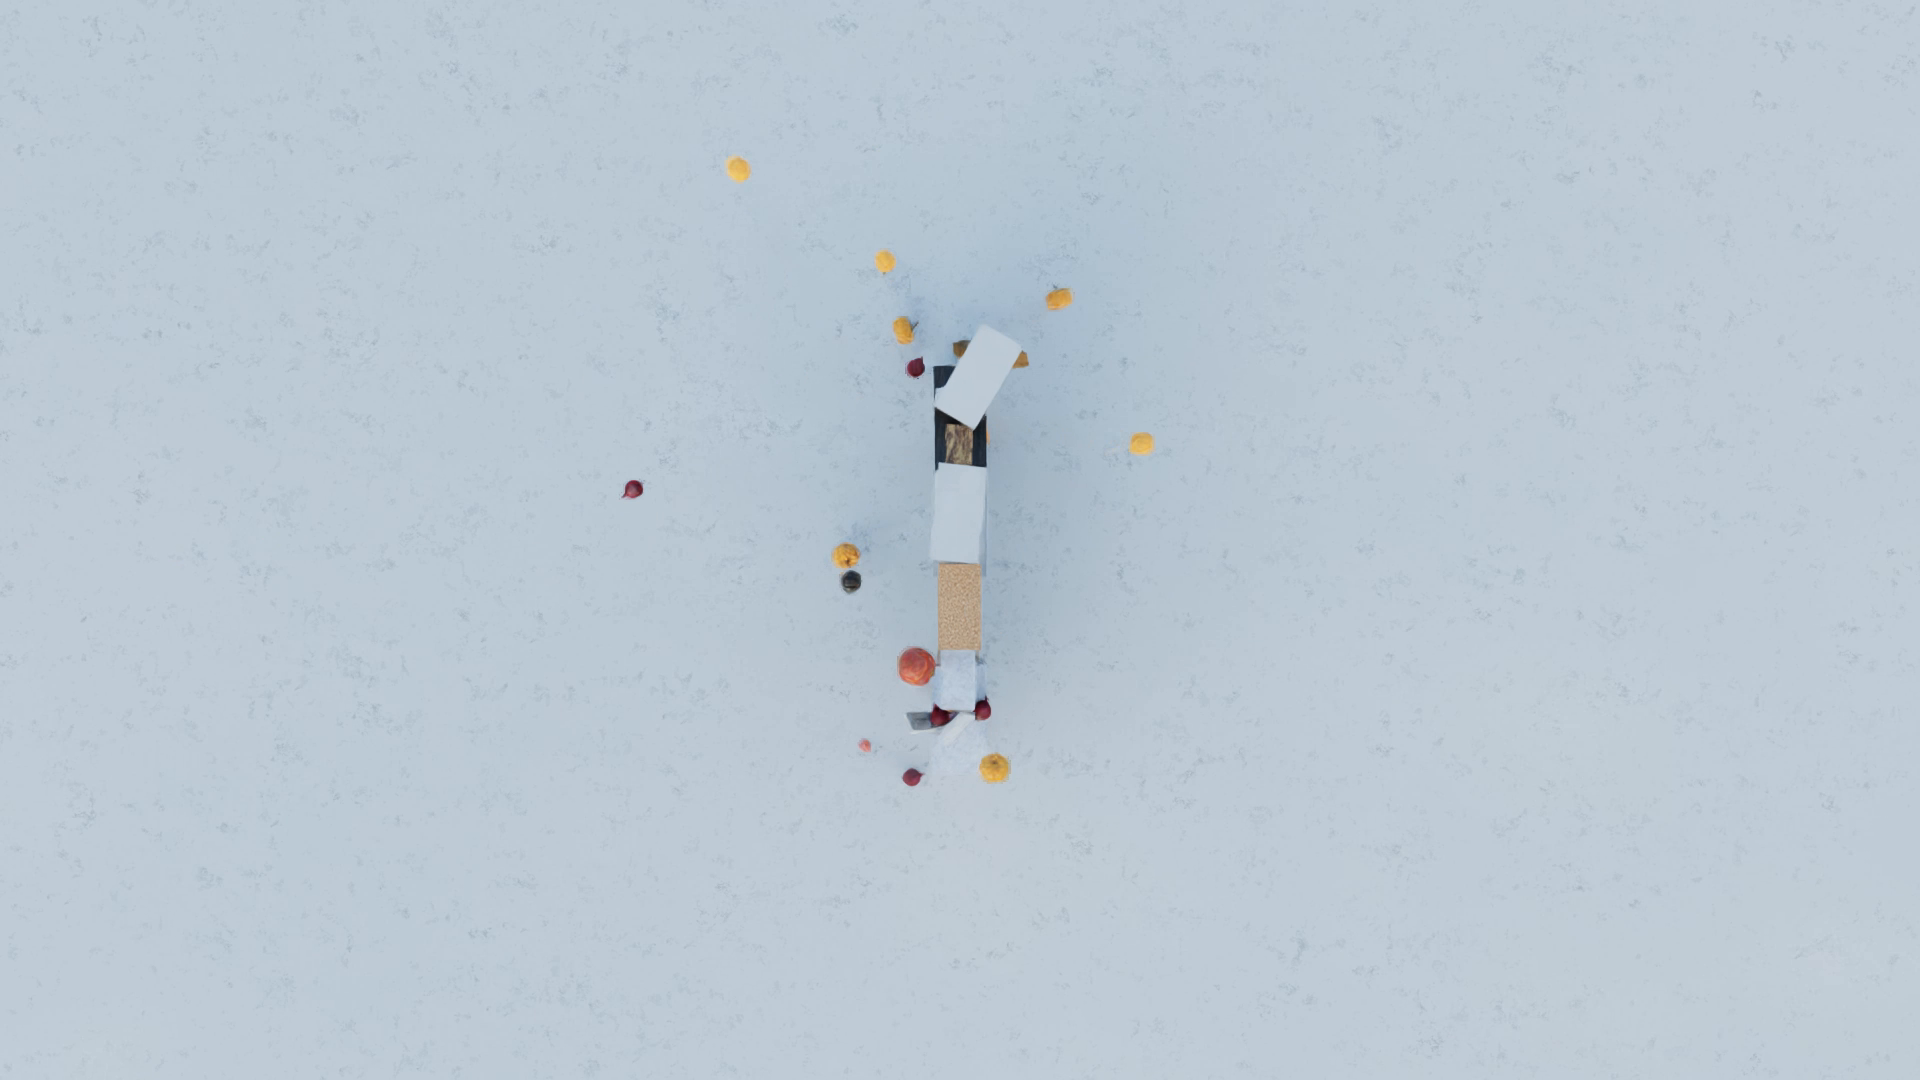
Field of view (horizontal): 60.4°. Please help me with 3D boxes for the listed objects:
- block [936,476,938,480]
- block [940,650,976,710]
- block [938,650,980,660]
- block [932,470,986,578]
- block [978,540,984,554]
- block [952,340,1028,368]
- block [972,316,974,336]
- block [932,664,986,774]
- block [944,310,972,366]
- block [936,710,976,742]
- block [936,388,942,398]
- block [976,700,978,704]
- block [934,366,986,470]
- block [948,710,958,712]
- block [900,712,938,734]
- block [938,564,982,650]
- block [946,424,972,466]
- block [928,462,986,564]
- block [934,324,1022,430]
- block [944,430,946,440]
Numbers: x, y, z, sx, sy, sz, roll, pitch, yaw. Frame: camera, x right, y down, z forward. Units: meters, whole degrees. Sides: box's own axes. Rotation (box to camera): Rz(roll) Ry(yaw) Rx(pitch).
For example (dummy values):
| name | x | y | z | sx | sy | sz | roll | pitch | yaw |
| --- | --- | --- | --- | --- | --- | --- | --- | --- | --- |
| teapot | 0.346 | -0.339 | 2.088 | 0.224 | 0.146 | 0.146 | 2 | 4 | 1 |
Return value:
| name | x | y | z | sx | sy | sz | roll | pitch | yaw |
| --- | --- | --- | --- | --- | --- | --- | --- | --- | --- |
| block | 0.002 | -0.168 | 4.981 | 0.141 | 0.282 | 0.040 | 0 | 90 | 0 |
| block | -0.007 | 0.400 | 4.889 | 0.104 | 0.029 | 0.207 | 0 | 90 | 0 |
| block | -0.005 | 0.250 | 5.221 | 0.130 | 0.037 | 0.260 | 0 | 90 | 0 |
| block | -0.001 | -0.051 | 5.145 | 0.166 | 0.047 | 0.331 | 0 | 90 | 0 |
| block | 0.001 | 0.019 | 4.981 | 0.141 | 0.282 | 0.040 | 0 | 90 | 0 |
| block | 0.089 | -0.573 | 5.081 | 0.140 | 0.446 | 0.040 | -8 | 105 | -9 |
| block | 0.000 | -0.704 | 5.411 | 0.088 | 0.176 | 0.025 | -1 | 84 | 0 |
| block | -0.003 | 0.558 | 5.136 | 0.170 | 0.048 | 0.339 | 0 | 90 | 0 |
| block | -0.005 | -0.650 | 5.310 | 0.088 | 0.025 | 0.176 | 1 | 90 | 0 |
| block | -0.012 | 0.572 | 5.061 | 0.124 | 0.062 | 0.018 | -49 | 57 | 21 |
| block | -0.001 | -0.429 | 4.992 | 0.140 | 0.280 | 0.040 | 0 | 90 | 0 |
| block | -0.001 | 0.485 | 5.008 | 0.104 | 0.207 | 0.029 | -6 | 83 | 0 |
| block | 0.001 | -0.382 | 5.155 | 0.161 | 0.046 | 0.322 | -1 | 90 | 0 |
| block | -0.007 | 0.514 | 5.049 | 0.062 | 0.124 | 0.018 | -6 | 83 | 0 |
| block | -0.124 | 0.560 | 5.061 | 0.018 | 0.124 | 0.062 | -41 | 66 | 28 |
| block | 0.000 | 0.197 | 4.854 | 0.125 | 0.035 | 0.250 | 0 | 90 | 0 |
| block | -0.002 | -0.267 | 4.963 | 0.079 | 0.022 | 0.158 | 1 | 90 | 0 |
| block | -0.007 | -0.078 | 4.820 | 0.141 | 0.040 | 0.282 | 6 | 90 | 0 |
| block | 0.053 | -0.478 | 4.832 | 0.140 | 0.040 | 0.280 | 31 | 90 | 0 |
| block | -0.006 | -0.331 | 5.053 | 0.079 | 0.158 | 0.022 | -1 | 105 | 0 |
